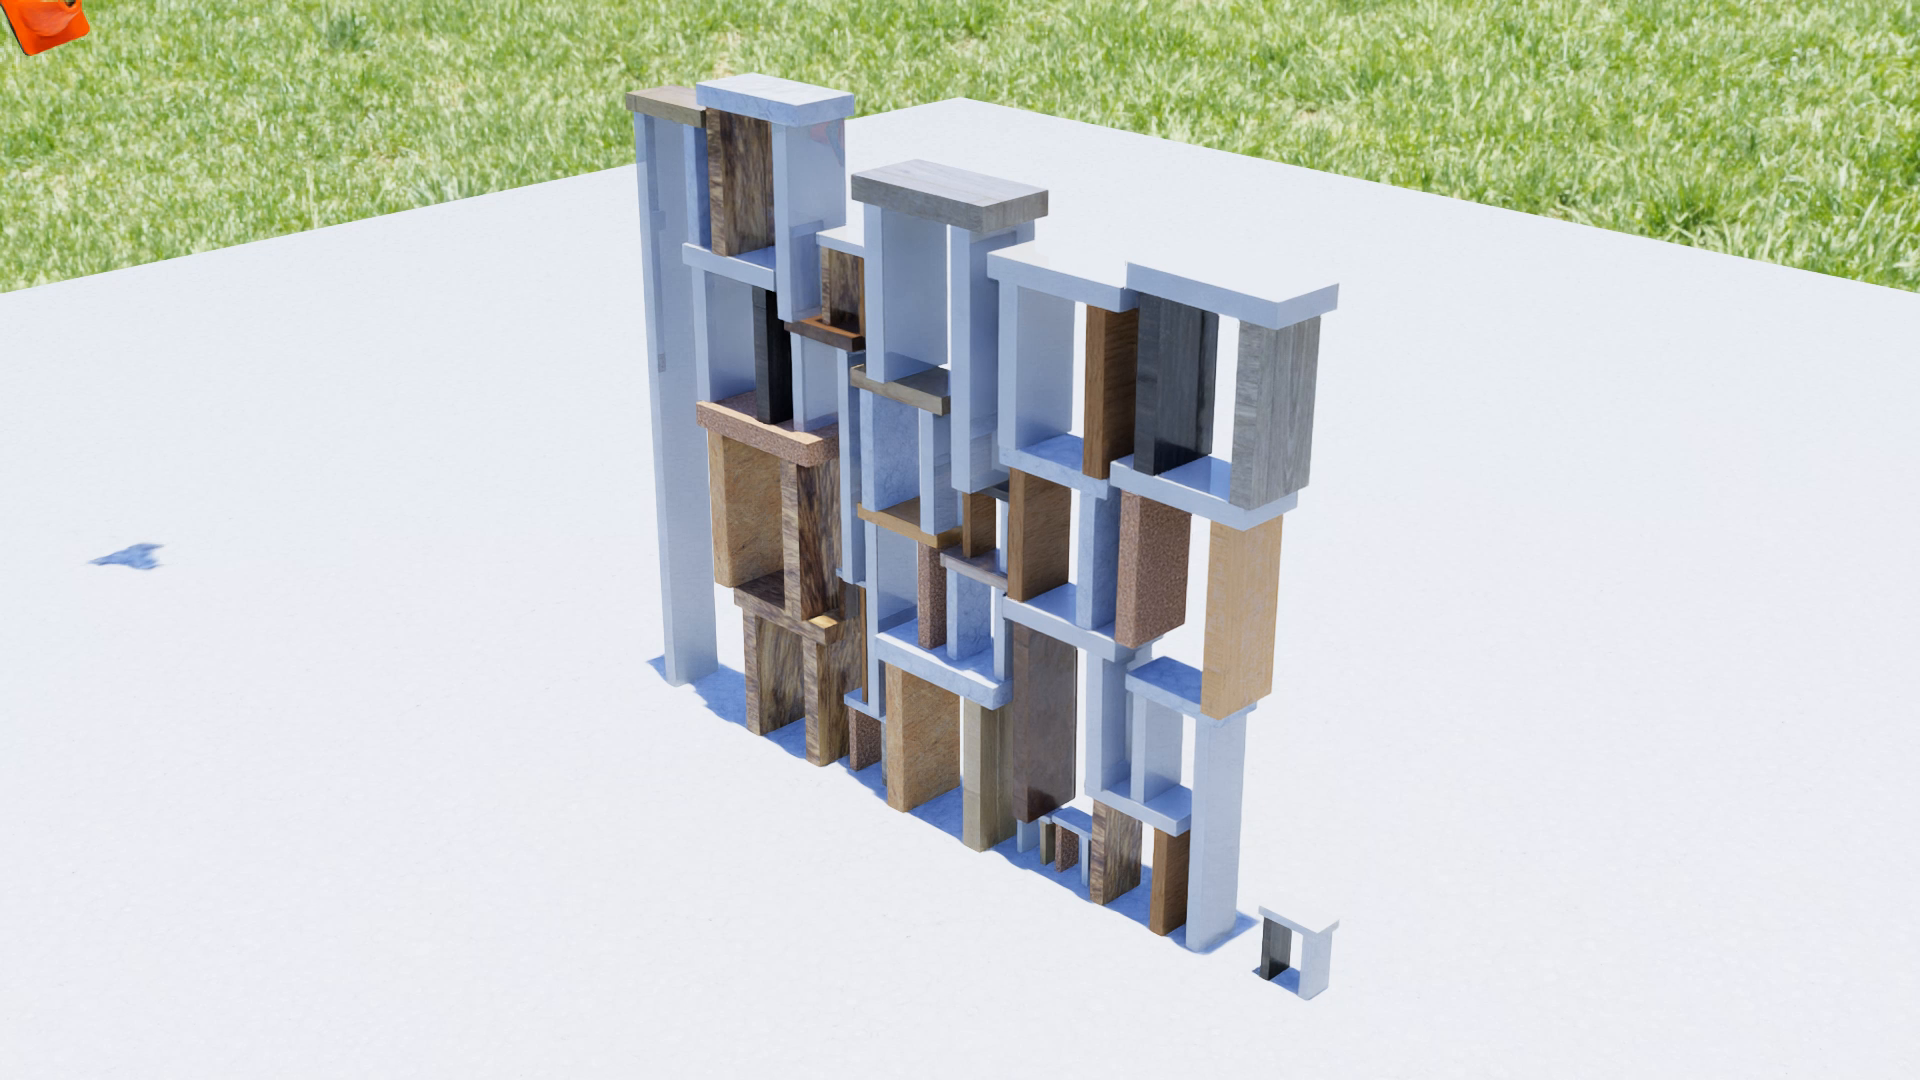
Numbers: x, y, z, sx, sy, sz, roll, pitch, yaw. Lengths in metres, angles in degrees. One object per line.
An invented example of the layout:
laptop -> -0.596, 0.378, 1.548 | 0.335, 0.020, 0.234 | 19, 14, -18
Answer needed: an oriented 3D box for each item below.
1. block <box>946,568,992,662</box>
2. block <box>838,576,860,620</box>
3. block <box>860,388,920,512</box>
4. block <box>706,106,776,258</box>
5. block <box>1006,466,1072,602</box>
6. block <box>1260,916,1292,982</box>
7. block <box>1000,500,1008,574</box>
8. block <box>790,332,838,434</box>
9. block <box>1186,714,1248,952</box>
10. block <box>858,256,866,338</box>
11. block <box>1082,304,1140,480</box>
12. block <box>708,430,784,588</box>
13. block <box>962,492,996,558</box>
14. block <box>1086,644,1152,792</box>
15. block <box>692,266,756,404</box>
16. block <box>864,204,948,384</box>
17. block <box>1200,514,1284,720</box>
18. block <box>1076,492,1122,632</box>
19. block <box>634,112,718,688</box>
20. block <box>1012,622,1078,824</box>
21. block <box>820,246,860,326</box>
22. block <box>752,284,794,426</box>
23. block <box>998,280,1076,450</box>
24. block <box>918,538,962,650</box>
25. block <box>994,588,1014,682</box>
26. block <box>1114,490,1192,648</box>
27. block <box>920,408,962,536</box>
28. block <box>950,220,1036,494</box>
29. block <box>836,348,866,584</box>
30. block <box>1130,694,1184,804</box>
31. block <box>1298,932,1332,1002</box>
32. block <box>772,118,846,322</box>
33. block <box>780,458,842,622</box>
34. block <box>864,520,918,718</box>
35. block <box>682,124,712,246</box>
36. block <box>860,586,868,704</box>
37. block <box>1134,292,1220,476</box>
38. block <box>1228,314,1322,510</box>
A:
block -> 0.018, 0.131, 4.256 | 0.027, 0.189, 0.095 | 21, 31, 40
block -> -0.225, 0.114, 4.515 | 0.048, 0.095, 0.014 | -21, 31, -40
block -> -0.136, -0.189, 4.282 | 0.035, 0.248, 0.124 | 21, 31, 41
block -> -0.429, -0.724, 4.383 | 0.042, 0.295, 0.148 | 21, 31, 41
block -> 0.147, -0.027, 4.042 | 0.037, 0.259, 0.130 | 22, 31, 40
block -> 0.564, 0.715, 3.912 | 0.018, 0.128, 0.064 | 21, 31, 41
block -> 0.106, -0.015, 4.108 | 0.020, 0.142, 0.071 | 21, 31, 38
block -> -0.286, -0.326, 4.396 | 0.103, 0.205, 0.029 | -21, 31, -40
block -> 0.460, 0.516, 3.947 | 0.107, 0.466, 0.030 | -21, 31, -40
block -> -0.156, -0.472, 4.201 | 0.078, 0.157, 0.022 | -21, 31, -40
block -> 0.282, -0.270, 3.796 | 0.153, 0.305, 0.043 | -21, 30, -41
block -> -0.445, -0.087, 4.667 | 0.174, 0.347, 0.049 | -21, 31, -41
block -> 0.038, -0.042, 4.171 | 0.020, 0.142, 0.071 | 21, 31, 41
block -> 0.291, 0.311, 4.031 | 0.137, 0.274, 0.039 | -21, 30, -40
block -> -0.481, -0.440, 4.561 | 0.041, 0.286, 0.143 | 21, 31, 41
block -> -0.100, -0.478, 4.125 | 0.048, 0.338, 0.169 | 21, 31, 41
block -> 0.481, 0.118, 3.751 | 0.146, 0.360, 0.041 | -21, 31, -40
block -> 0.267, 0.021, 3.929 | 0.130, 0.259, 0.037 | -21, 32, -40
block -> -0.611, -0.287, 4.769 | 0.035, 1.303, 0.123 | 21, 31, 41
block -> 0.162, 0.326, 4.179 | 0.137, 0.418, 0.039 | -22, 31, -40
block -> -0.231, -0.500, 4.269 | 0.078, 0.157, 0.022 | -21, 31, -40
block -> -0.347, -0.387, 4.437 | 0.041, 0.286, 0.143 | 21, 31, 41
block -> 0.137, -0.326, 3.929 | 0.043, 0.305, 0.153 | 20, 30, 40
block -> -0.031, 0.093, 4.300 | 0.032, 0.223, 0.112 | 21, 31, 41
block -> 0.107, 0.166, 4.174 | 0.027, 0.189, 0.094 | 21, 31, 40
block -> 0.341, 0.032, 3.864 | 0.041, 0.292, 0.146 | 22, 32, 40
block -> -0.019, -0.144, 4.175 | 0.035, 0.247, 0.124 | 21, 31, 41
block -> 0.060, -0.343, 4.010 | 0.169, 0.497, 0.048 | -22, 31, -40
block -> -0.190, -0.155, 4.362 | 0.103, 0.493, 0.029 | -21, 31, -40
block -> 0.359, 0.360, 3.991 | 0.030, 0.214, 0.107 | 21, 31, 41
block -> 0.624, 0.738, 3.857 | 0.018, 0.128, 0.064 | 21, 31, 41
block -> -0.290, -0.628, 4.274 | 0.148, 0.388, 0.042 | -21, 31, -40
block -> -0.282, -0.023, 4.516 | 0.174, 0.347, 0.049 | -21, 31, -41
block -> -0.136, 0.146, 4.437 | 0.032, 0.428, 0.112 | 21, 31, 41
block -> -0.496, -0.728, 4.455 | 0.035, 0.246, 0.123 | 21, 31, 41
block -> -0.180, 0.208, 4.505 | 0.048, 0.261, 0.014 | -22, 31, -40
block -> 0.367, -0.279, 3.714 | 0.157, 0.314, 0.044 | -21, 31, -41
block -> 0.512, -0.219, 3.576 | 0.157, 0.314, 0.044 | -21, 31, -40
